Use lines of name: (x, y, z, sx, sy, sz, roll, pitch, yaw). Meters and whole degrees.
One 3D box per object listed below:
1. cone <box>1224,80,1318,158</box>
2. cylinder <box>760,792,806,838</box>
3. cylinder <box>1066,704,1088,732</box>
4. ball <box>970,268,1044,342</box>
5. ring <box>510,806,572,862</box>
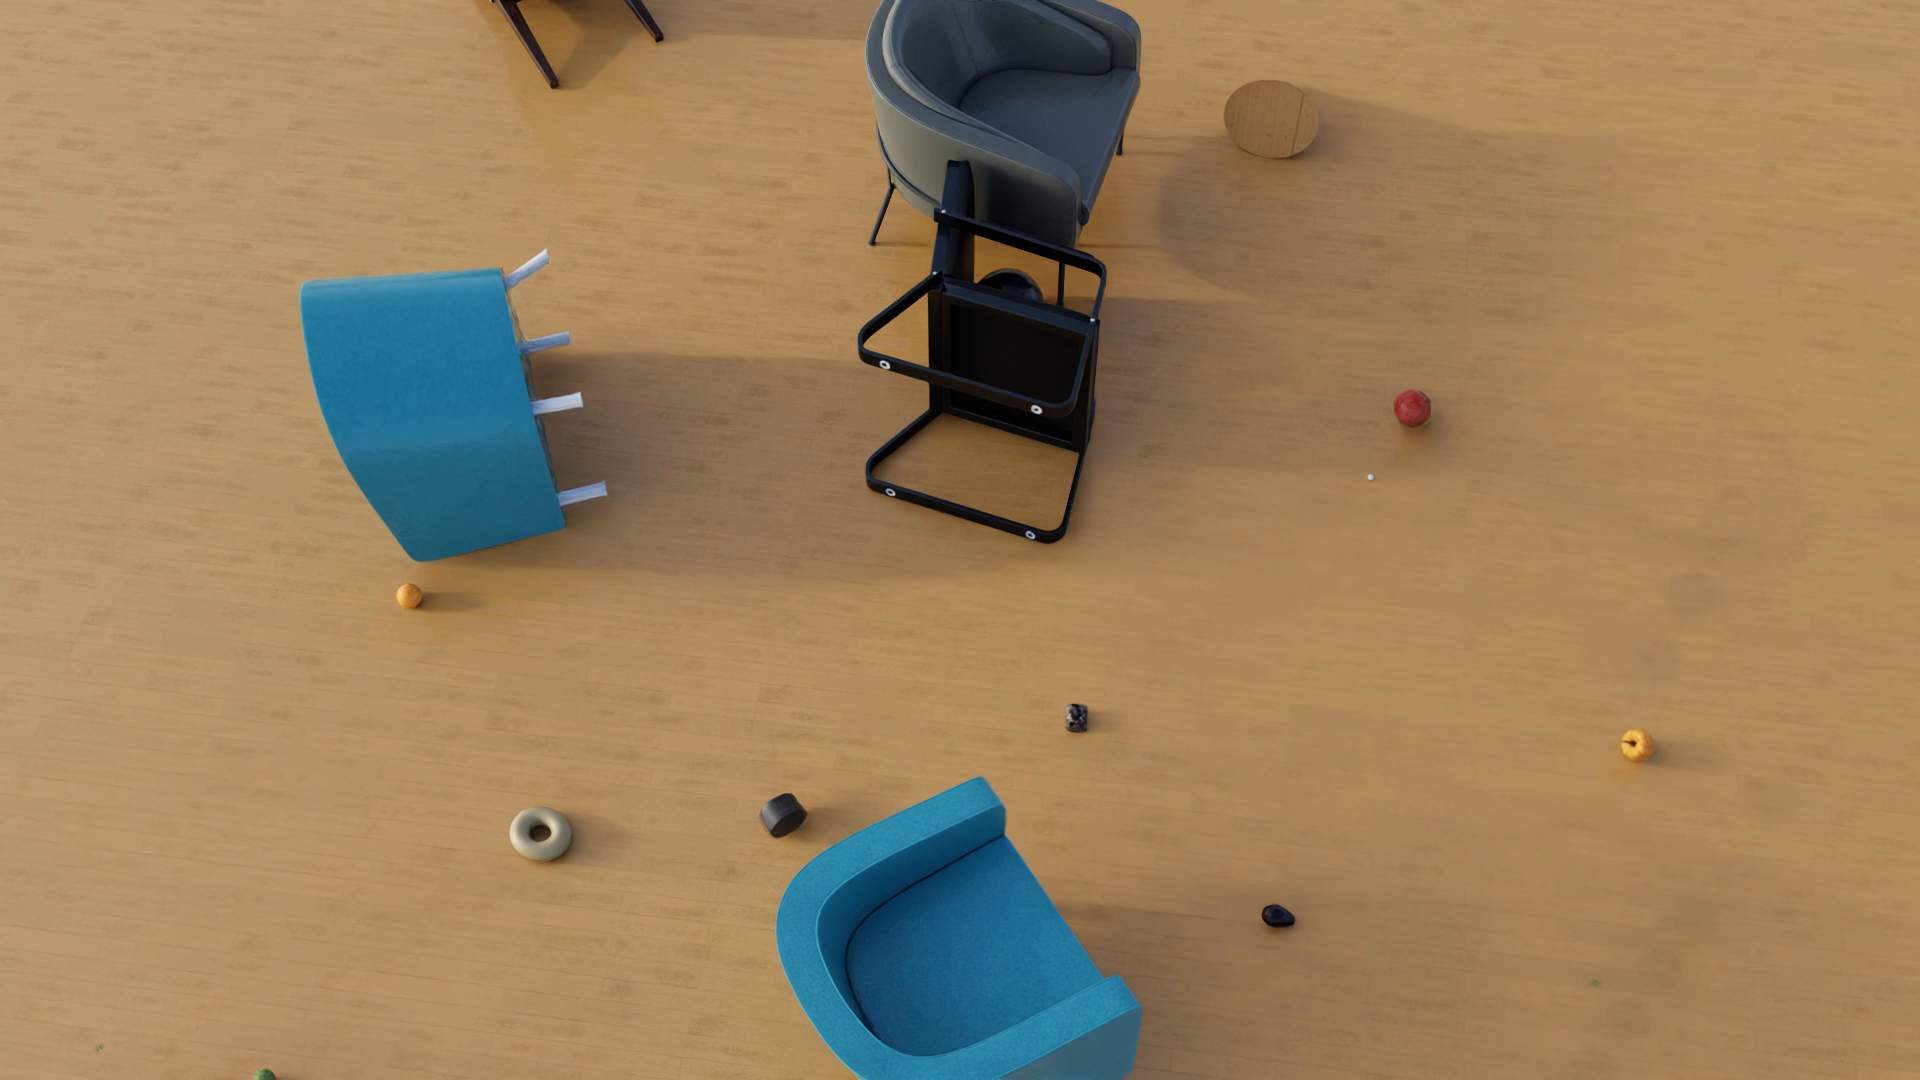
cone: (1.084, -1.503, 7.505, 0.320, 0.276, 0.348, 12, 35, 9)
cylinder: (-0.483, 0.751, 6.003, 0.113, 0.111, 0.063, 0, 44, -50)
cylinder: (0.329, 0.503, 6.214, 0.059, 0.037, 0.071, -5, 87, -27)
ball: (0.150, -0.740, 6.930, 0.234, 0.234, 0.234, 0, 56, 0)
ring: (-1.145, 0.802, 6.003, 0.176, 0.057, 0.156, 24, 58, 15)
